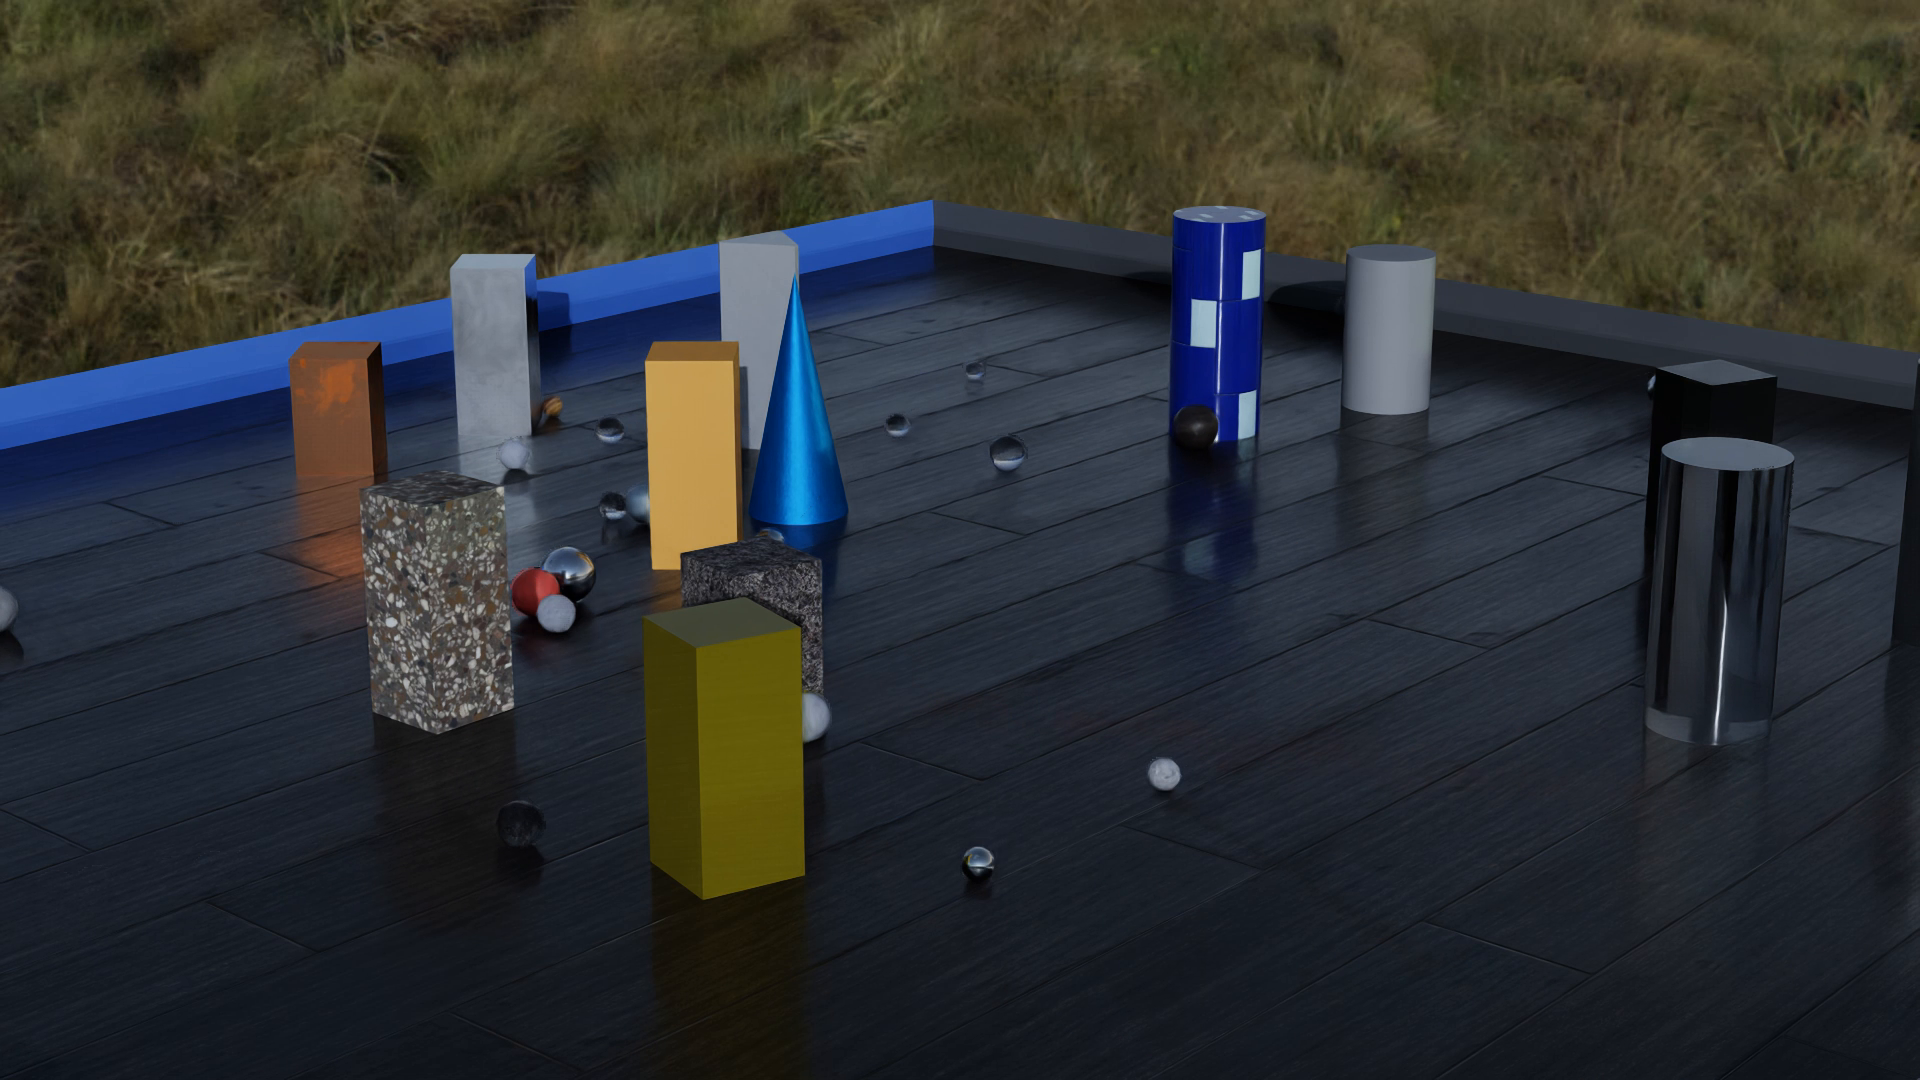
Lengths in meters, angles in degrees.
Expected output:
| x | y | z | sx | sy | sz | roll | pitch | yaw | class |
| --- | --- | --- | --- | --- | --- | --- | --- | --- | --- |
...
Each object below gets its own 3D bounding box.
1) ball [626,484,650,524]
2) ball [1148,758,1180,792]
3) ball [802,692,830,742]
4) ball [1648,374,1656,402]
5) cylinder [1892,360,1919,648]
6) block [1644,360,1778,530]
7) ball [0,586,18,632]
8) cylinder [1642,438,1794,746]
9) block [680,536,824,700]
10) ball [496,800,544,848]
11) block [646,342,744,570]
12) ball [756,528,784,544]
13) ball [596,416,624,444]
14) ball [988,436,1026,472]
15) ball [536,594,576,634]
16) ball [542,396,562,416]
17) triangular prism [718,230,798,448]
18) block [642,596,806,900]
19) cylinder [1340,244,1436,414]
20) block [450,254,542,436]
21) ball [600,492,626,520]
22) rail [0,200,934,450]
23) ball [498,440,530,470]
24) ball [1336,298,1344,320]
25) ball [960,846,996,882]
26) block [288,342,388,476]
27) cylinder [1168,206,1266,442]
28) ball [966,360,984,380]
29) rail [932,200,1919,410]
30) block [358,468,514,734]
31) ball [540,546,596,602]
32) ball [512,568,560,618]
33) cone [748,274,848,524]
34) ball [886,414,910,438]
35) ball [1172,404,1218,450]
| x | y | z | sx | sy | sz | roll | pitch | yaw | class |
| --- | --- | --- | --- | --- | --- | --- | --- | --- | --- |
| -0.592 | -0.068 | 5.537 | 0.077 | 0.077 | 0.077 | 0 | 17 | 0 | ball |
| 0.296 | 0.339 | 4.239 | 0.048 | 0.048 | 0.048 | 0 | 17 | 0 | ball |
| -0.234 | 0.267 | 4.428 | 0.076 | 0.076 | 0.076 | 0 | 17 | 0 | ball |
| 1.541 | -0.329 | 6.392 | 0.083 | 0.083 | 0.083 | 0 | 17 | 0 | ball |
| 1.662 | -0.062 | 4.845 | 0.193 | 0.465 | 0.193 | 0 | 17 | 0 | cylinder |
| 1.396 | -0.163 | 5.454 | 0.155 | 0.307 | 0.155 | -8 | 19 | -26 | block |
| -1.622 | 0.116 | 4.921 | 0.081 | 0.081 | 0.081 | 0 | 17 | 0 | ball |
| 1.149 | 0.076 | 4.450 | 0.193 | 0.429 | 0.193 | 0 | 17 | 0 | cylinder |
| -0.317 | 0.152 | 4.481 | 0.155 | 0.266 | 0.155 | -12 | 21 | -35 | block |
| -0.607 | 0.391 | 4.039 | 0.064 | 0.064 | 0.064 | 0 | 17 | 0 | ball |
| -0.477 | -0.153 | 5.289 | 0.155 | 0.384 | 0.155 | 0 | 17 | 0 | block |
| -0.347 | 0.004 | 5.339 | 0.053 | 0.053 | 0.053 | 0 | 17 | 0 | ball |
| -0.728 | -0.228 | 6.101 | 0.057 | 0.057 | 0.057 | 0 | 17 | 0 | ball |
| 0.095 | -0.174 | 5.895 | 0.073 | 0.073 | 0.073 | 0 | 17 | 0 | ball |
| -0.678 | 0.123 | 4.922 | 0.066 | 0.066 | 0.066 | 0 | 17 | 0 | ball |
| -0.879 | -0.287 | 6.321 | 0.044 | 0.044 | 0.044 | 0 | 17 | 0 | ball |
| -0.393 | -0.415 | 6.075 | 0.167 | 0.431 | 0.145 | 4 | 17 | 13 | triangular prism |
| -0.315 | 0.276 | 3.921 | 0.155 | 0.352 | 0.155 | -10 | 20 | -31 | block |
| 0.933 | -0.460 | 6.388 | 0.193 | 0.336 | 0.193 | 0 | 17 | 0 | cylinder |
| -0.979 | -0.413 | 6.197 | 0.155 | 0.357 | 0.155 | 0 | 17 | 1 | block |
| -0.659 | -0.064 | 5.566 | 0.053 | 0.053 | 0.053 | 0 | 17 | 0 | ball |
| -1.594 | -0.368 | 6.445 | 0.045 | 0.126 | 4.684 | 14 | 22 | 39 | rail |
| -0.899 | -0.172 | 5.911 | 0.061 | 0.061 | 0.061 | 0 | 17 | 0 | ball |
| 0.956 | -0.569 | 7.227 | 0.059 | 0.059 | 0.059 | 0 | 17 | 0 | ball |
| 0.024 | 0.434 | 3.926 | 0.046 | 0.046 | 0.046 | 0 | 17 | 0 | ball |
| -1.253 | -0.267 | 5.917 | 0.155 | 0.238 | 0.155 | 0 | 17 | 0 | block |
| 0.539 | -0.455 | 6.155 | 0.193 | 0.462 | 0.193 | 0 | 17 | 0 | cylinder |
| 0.033 | -0.384 | 6.641 | 0.044 | 0.044 | 0.044 | 0 | 17 | 0 | ball |
| 1.520 | -0.474 | 6.796 | 4.268 | 0.126 | 0.045 | 14 | 22 | 39 | rail |
| -0.805 | 0.092 | 4.516 | 0.155 | 0.360 | 0.155 | 14 | 22 | 39 | block |
| -0.679 | 0.060 | 5.078 | 0.097 | 0.097 | 0.097 | 0 | 17 | 0 | ball |
| -0.723 | 0.090 | 5.003 | 0.083 | 0.083 | 0.083 | 0 | 17 | 0 | ball |
| -0.310 | -0.279 | 5.565 | 0.193 | 0.465 | 0.193 | 0 | 17 | 0 | cone |
| -0.131 | -0.240 | 6.153 | 0.050 | 0.050 | 0.050 | 0 | 17 | 0 | ball |
| 0.485 | -0.234 | 6.054 | 0.096 | 0.096 | 0.096 | 0 | 17 | 0 | ball |
